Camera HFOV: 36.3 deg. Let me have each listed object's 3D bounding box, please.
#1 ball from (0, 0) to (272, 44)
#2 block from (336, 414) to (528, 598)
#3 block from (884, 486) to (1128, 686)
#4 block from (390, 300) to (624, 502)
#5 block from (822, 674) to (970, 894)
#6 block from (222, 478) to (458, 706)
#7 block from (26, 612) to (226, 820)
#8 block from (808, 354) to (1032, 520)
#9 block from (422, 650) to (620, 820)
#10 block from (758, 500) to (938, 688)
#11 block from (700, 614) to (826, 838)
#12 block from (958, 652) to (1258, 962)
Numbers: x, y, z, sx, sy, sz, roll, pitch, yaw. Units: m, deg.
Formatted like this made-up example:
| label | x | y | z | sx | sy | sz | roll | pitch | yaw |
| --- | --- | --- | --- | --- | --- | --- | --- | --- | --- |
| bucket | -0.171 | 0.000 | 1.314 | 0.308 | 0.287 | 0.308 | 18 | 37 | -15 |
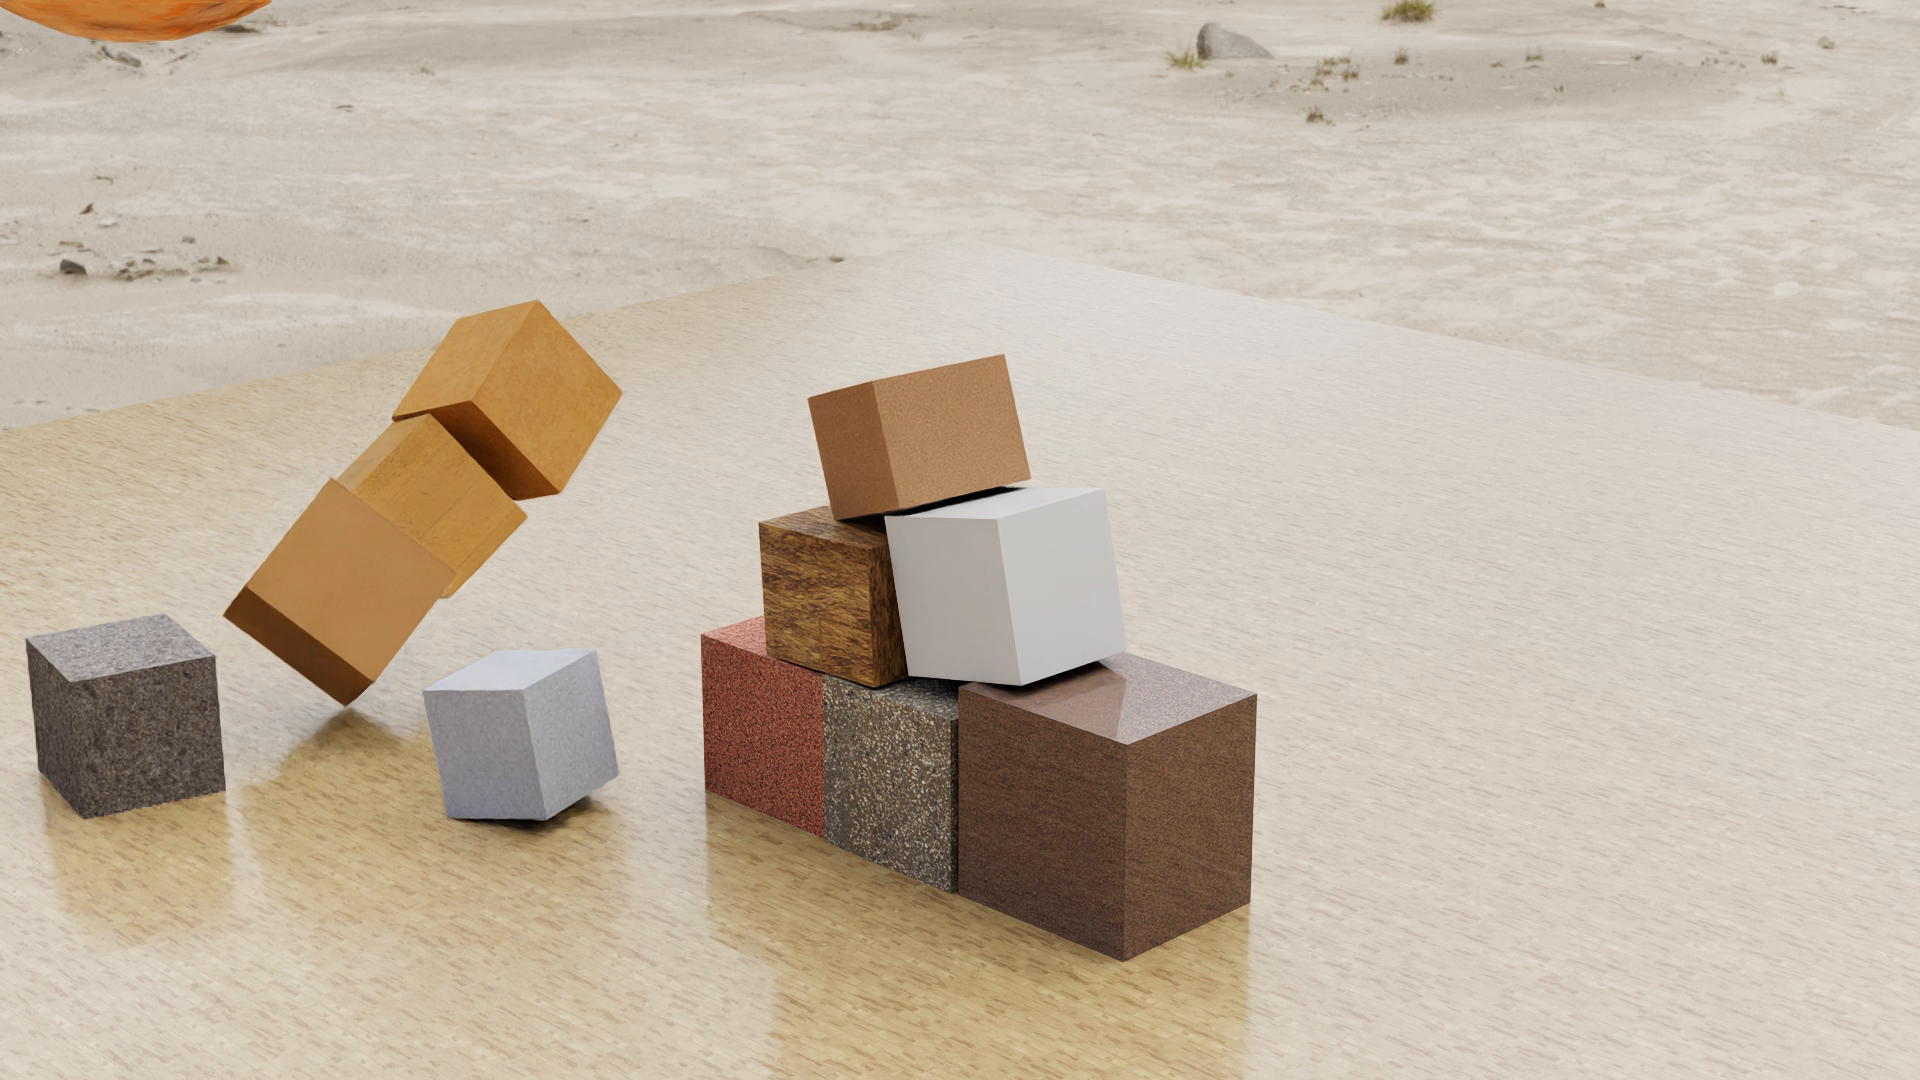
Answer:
| label | x | y | z | sx | sy | sz | roll | pitch | yaw |
| --- | --- | --- | --- | --- | --- | --- | --- | --- | --- |
| ball | -2.760 | -2.450 | 9.678 | 1.600 | 1.600 | 1.600 | 0 | 17 | 0 |
| block | -2.902 | -0.166 | 15.773 | 0.613 | 0.764 | 0.692 | -49 | 19 | -21 |
| block | 0.206 | 0.193 | 13.214 | 0.656 | 0.743 | 0.766 | -16 | 12 | -39 |
| block | -2.503 | -0.748 | 16.240 | 0.720 | 0.756 | 0.757 | -8 | 44 | 43 |
| block | -0.034 | 1.021 | 13.702 | 0.862 | 0.836 | 0.839 | -17 | 24 | -42 |
| block | -3.226 | 0.283 | 15.228 | 0.719 | 0.803 | 0.804 | -56 | 11 | -23 |
| block | -4.112 | 0.856 | 14.448 | 0.703 | 0.703 | 0.755 | -11 | 20 | -31 |
| block | -0.193 | -0.472 | 13.563 | 0.693 | 0.587 | 0.695 | -13 | 2 | -28 |
| block | -2.114 | 0.933 | 14.153 | 0.585 | 0.645 | 0.631 | -2 | 15 | 28 |
| block | -0.369 | 0.213 | 13.803 | 0.806 | 0.649 | 0.792 | -15 | 19 | -40 |
| block | -0.656 | 0.849 | 14.293 | 0.808 | 0.809 | 0.890 | -17 | 24 | -42 |
| block | 0.649 | 1.138 | 13.053 | 0.991 | 1.001 | 0.862 | 16 | 24 | 42 |
